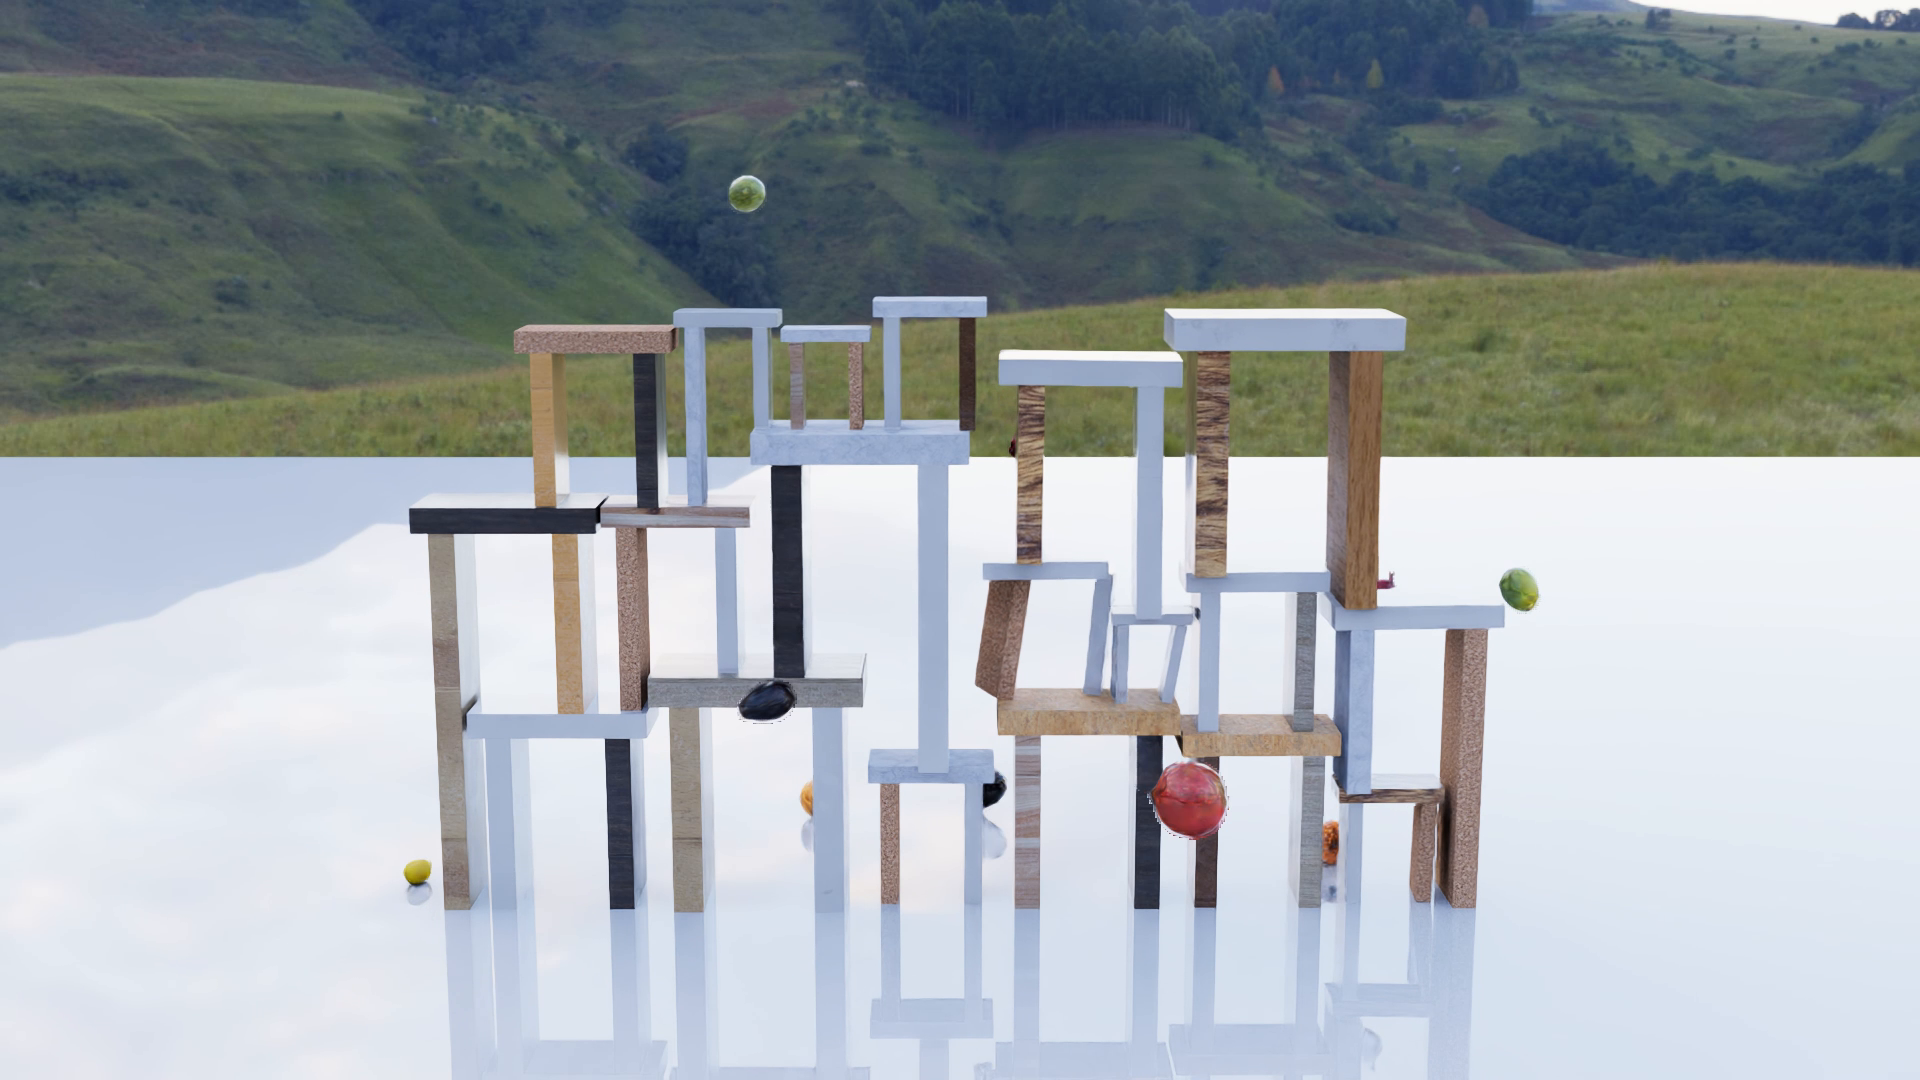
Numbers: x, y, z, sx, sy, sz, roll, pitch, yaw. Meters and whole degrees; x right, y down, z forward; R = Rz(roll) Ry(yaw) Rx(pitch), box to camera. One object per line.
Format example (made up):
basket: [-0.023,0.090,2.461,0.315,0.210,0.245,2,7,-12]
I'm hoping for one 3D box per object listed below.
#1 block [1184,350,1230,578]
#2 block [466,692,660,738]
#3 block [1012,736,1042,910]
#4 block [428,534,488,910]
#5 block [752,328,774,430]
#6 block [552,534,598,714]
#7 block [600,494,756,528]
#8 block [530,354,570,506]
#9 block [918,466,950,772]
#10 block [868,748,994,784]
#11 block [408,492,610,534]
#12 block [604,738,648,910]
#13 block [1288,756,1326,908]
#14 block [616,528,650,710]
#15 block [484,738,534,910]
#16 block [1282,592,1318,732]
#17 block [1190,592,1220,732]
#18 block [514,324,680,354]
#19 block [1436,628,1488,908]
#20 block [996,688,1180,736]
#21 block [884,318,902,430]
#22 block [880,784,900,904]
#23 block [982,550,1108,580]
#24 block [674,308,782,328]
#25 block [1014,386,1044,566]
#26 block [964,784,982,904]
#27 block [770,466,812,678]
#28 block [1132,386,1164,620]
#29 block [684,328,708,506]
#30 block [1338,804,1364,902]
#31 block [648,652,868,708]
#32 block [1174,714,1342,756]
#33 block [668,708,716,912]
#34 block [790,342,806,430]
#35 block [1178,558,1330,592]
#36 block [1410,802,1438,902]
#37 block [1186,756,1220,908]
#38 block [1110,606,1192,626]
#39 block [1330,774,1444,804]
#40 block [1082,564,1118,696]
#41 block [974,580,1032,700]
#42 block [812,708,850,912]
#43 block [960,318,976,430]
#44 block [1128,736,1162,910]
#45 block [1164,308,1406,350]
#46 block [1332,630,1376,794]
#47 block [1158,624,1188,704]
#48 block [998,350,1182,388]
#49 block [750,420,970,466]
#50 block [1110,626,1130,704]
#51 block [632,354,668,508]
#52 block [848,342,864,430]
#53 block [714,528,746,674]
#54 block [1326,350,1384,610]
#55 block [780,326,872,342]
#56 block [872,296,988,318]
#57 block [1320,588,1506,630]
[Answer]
block: [0.396,-0.133,3.532,0.051,0.358,0.179,0,11,0]
block: [-0.648,0.286,3.609,0.289,0.041,0.144,0,11,0]
block: [0.110,0.446,3.641,0.042,0.293,0.147,0,11,0]
block: [-0.821,0.284,3.607,0.042,0.624,0.147,0,11,0]
block: [-0.314,-0.261,3.508,0.023,0.163,0.081,0,11,0]
block: [-0.626,0.122,3.578,0.042,0.294,0.147,0,11,0]
block: [-0.453,-0.047,3.554,0.238,0.034,0.119,0,11,0]
block: [-0.657,-0.184,3.524,0.034,0.243,0.121,0,11,0]
block: [-0.042,0.113,3.578,0.049,0.501,0.172,0,11,0]
block: [-0.047,0.373,3.629,0.206,0.029,0.103,0,11,0]
block: [-0.723,-0.043,3.547,0.294,0.042,0.147,0,11,0]
block: [-0.552,0.449,3.639,0.041,0.289,0.144,0,11,0]
block: [0.573,0.465,3.642,0.036,0.257,0.128,0,11,0]
block: [-0.532,0.118,3.584,0.034,0.300,0.119,0,11,0]
block: [-0.745,0.449,3.639,0.041,0.289,0.144,0,11,0]
block: [0.556,0.187,3.601,0.033,0.231,0.116,0,11,-1]
block: [0.400,0.188,3.598,0.033,0.231,0.116,-1,11,-1]
block: [-0.576,-0.320,3.499,0.243,0.034,0.122,0,11,0]
block: [0.826,0.360,3.624,0.039,0.468,0.136,0,11,0]
block: [0.208,0.281,3.611,0.293,0.042,0.147,0,11,0]
block: [-0.107,-0.269,3.507,0.025,0.179,0.090,0,11,0]
block: [-0.116,0.489,3.651,0.029,0.206,0.103,0,11,0]
block: [0.137,0.041,3.582,0.203,0.029,0.102,-1,10,0]
block: [-0.368,-0.353,3.491,0.163,0.023,0.081,0,11,1]
block: [0.112,-0.115,3.551,0.041,0.288,0.144,1,10,0]
block: [0.022,0.489,3.651,0.029,0.206,0.103,0,10,0]
block: [-0.272,0.035,3.564,0.049,0.344,0.172,0,11,1]
block: [0.302,-0.069,3.549,0.041,0.372,0.144,0,10,1]
block: [-0.422,-0.202,3.520,0.023,0.284,0.081,0,11,0]
block: [0.648,0.505,3.653,0.024,0.172,0.086,0,11,0]
block: [-0.327,0.229,3.598,0.344,0.049,0.172,0,11,0]
block: [0.487,0.320,3.616,0.257,0.036,0.128,0,11,-1]
block: [-0.442,0.422,3.634,0.049,0.344,0.172,0,11,0]
block: [-0.258,-0.250,3.510,0.020,0.140,0.070,0,11,0]
block: [0.476,0.057,3.575,0.231,0.033,0.116,0,11,0]
block: [0.769,0.505,3.654,0.024,0.172,0.086,2,11,4]
block: [0.402,0.464,3.642,0.036,0.257,0.128,0,11,0]
block: [0.312,0.123,3.585,0.130,0.018,0.065,0,10,2]
block: [0.704,0.410,3.629,0.172,0.024,0.086,0,11,1]
block: [0.234,0.147,3.655,0.029,0.203,0.102,7,9,7]
block: [0.070,0.152,3.629,0.029,0.203,0.102,6,7,-23]
block: [-0.212,0.422,3.634,0.049,0.344,0.172,0,11,0]
block: [0.013,-0.269,3.505,0.025,0.179,0.090,0,11,2]
block: [0.306,0.446,3.641,0.042,0.293,0.147,0,11,0]
block: [0.511,-0.335,3.497,0.358,0.051,0.179,0,11,0]
block: [0.643,0.265,3.598,0.039,0.272,0.136,-1,11,-1]
block: [0.347,0.197,3.595,0.018,0.130,0.065,10,10,-1]
block: [0.207,-0.274,3.515,0.288,0.041,0.144,1,10,2]
block: [-0.156,-0.157,3.527,0.344,0.049,0.172,0,11,0]
block: [0.262,0.196,3.597,0.018,0.130,0.065,0,10,-4]
block: [-0.495,-0.183,3.524,0.034,0.245,0.121,0,11,0]
block: [-0.165,-0.250,3.509,0.020,0.140,0.070,0,11,0]
block: [-0.373,0.087,3.578,0.034,0.238,0.119,0,10,0]
block: [0.632,-0.108,3.533,0.051,0.409,0.179,-1,11,-1]
block: [-0.212,-0.328,3.495,0.140,0.020,0.070,0,11,0]
block: [-0.047,-0.370,3.488,0.179,0.025,0.090,0,11,1]
block: [0.732,0.111,3.573,0.272,0.039,0.136,-1,11,-1]
